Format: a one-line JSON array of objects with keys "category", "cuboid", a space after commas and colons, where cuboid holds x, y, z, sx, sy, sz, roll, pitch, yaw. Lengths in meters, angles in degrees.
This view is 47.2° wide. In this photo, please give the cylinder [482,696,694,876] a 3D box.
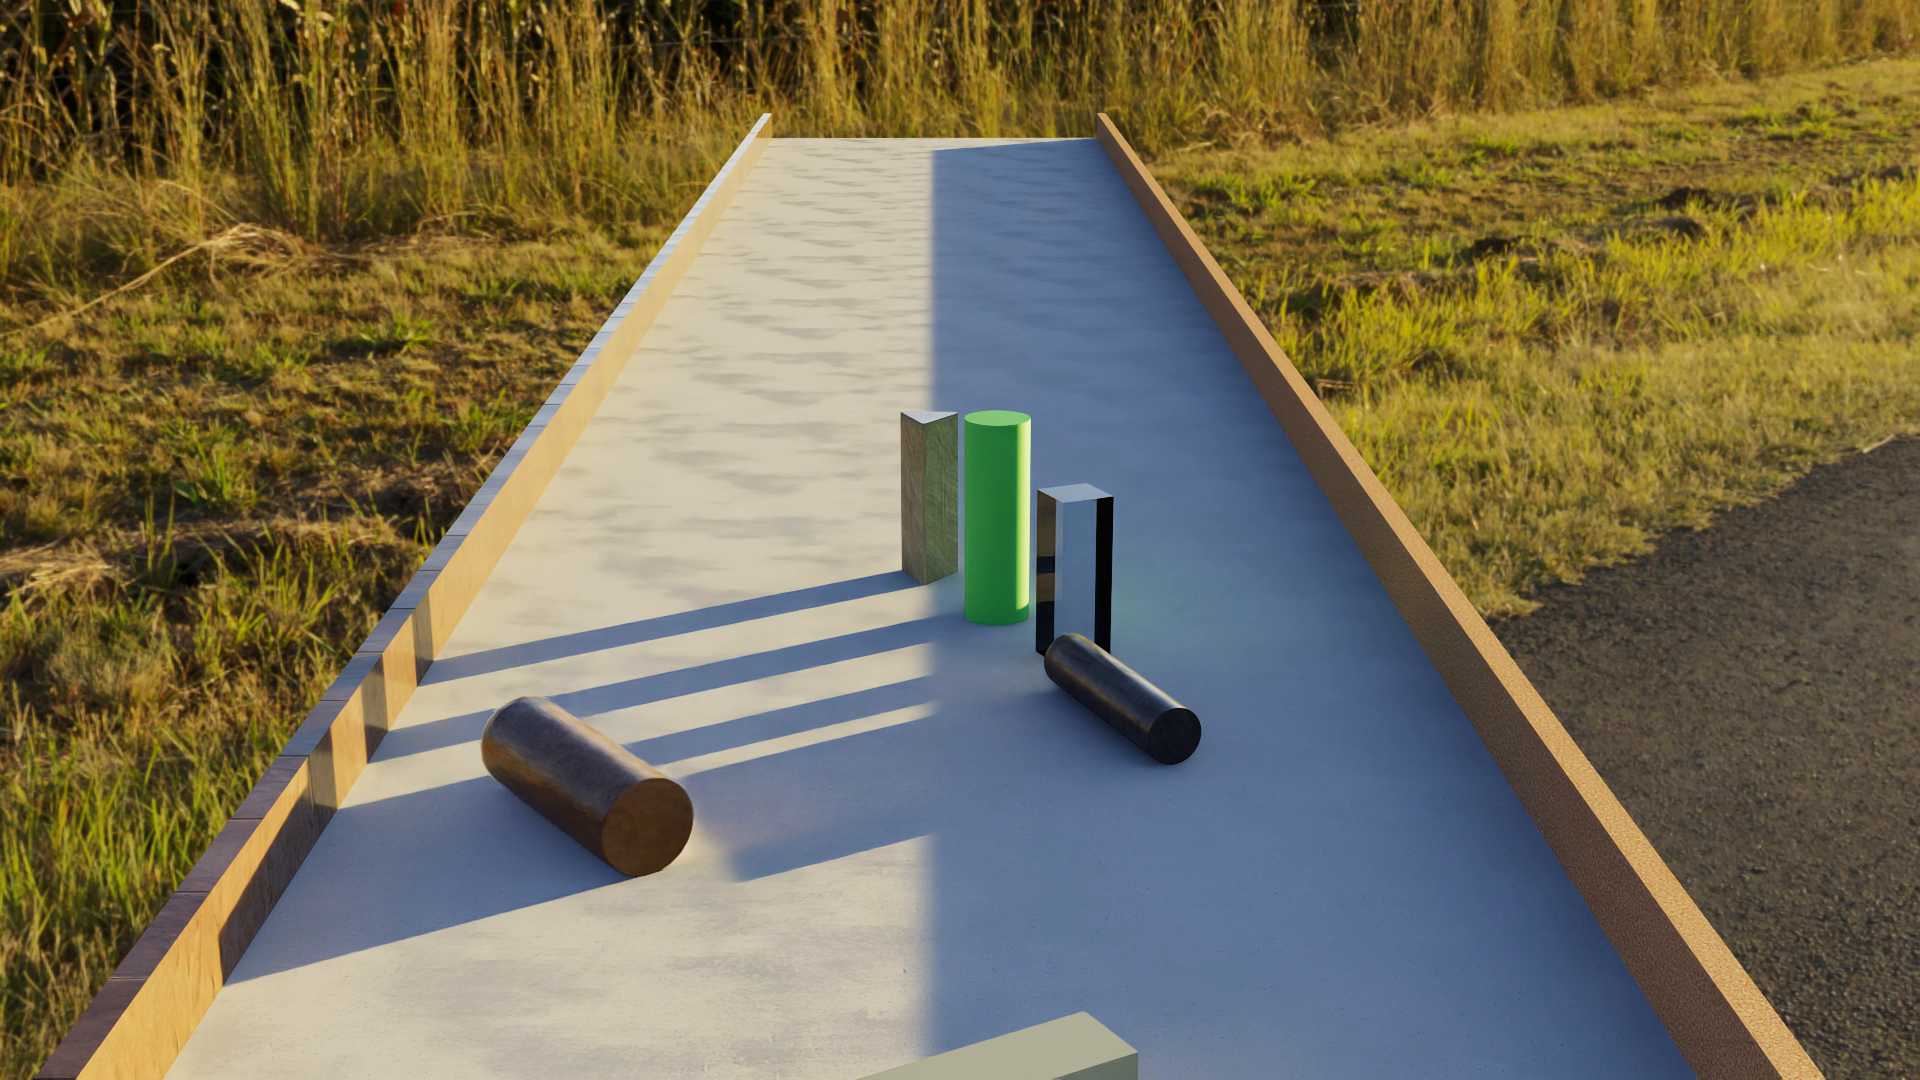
[{"category": "cylinder", "cuboid": [-0.617, 0.397, 3.609, 0.162, 0.162, 0.445, -12, 20, -34]}]

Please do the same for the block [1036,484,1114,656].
[{"category": "block", "cuboid": [0.228, 0.070, 4.394, 0.112, 0.341, 0.112, -8, 18, -24]}]

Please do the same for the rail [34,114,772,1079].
[{"category": "rail", "cuboid": [-1.118, -0.838, 7.780, 0.050, 0.150, 12.000, 0, 17, -1]}]

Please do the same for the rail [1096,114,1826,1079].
[{"category": "rail", "cuboid": [0.932, -0.844, 7.801, 0.050, 0.150, 12.000, 0, 17, -1]}]

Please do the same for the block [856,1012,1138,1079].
[{"category": "block", "cuboid": [0.035, 0.696, 2.677, 0.355, 0.119, 0.119, -10, 19, -29]}]

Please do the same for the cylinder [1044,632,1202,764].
[{"category": "cylinder", "cuboid": [0.295, 0.288, 4.067, 0.107, 0.107, 0.437, -7, 18, -21]}]

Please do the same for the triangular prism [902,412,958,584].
[{"category": "triangular prism", "cuboid": [-0.087, -0.101, 4.917, 0.110, 0.369, 0.126, 12, 20, 34]}]

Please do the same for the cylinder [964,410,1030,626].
[{"category": "cylinder", "cuboid": [0.078, -0.047, 4.627, 0.137, 0.432, 0.137, 0, 17, 0]}]
